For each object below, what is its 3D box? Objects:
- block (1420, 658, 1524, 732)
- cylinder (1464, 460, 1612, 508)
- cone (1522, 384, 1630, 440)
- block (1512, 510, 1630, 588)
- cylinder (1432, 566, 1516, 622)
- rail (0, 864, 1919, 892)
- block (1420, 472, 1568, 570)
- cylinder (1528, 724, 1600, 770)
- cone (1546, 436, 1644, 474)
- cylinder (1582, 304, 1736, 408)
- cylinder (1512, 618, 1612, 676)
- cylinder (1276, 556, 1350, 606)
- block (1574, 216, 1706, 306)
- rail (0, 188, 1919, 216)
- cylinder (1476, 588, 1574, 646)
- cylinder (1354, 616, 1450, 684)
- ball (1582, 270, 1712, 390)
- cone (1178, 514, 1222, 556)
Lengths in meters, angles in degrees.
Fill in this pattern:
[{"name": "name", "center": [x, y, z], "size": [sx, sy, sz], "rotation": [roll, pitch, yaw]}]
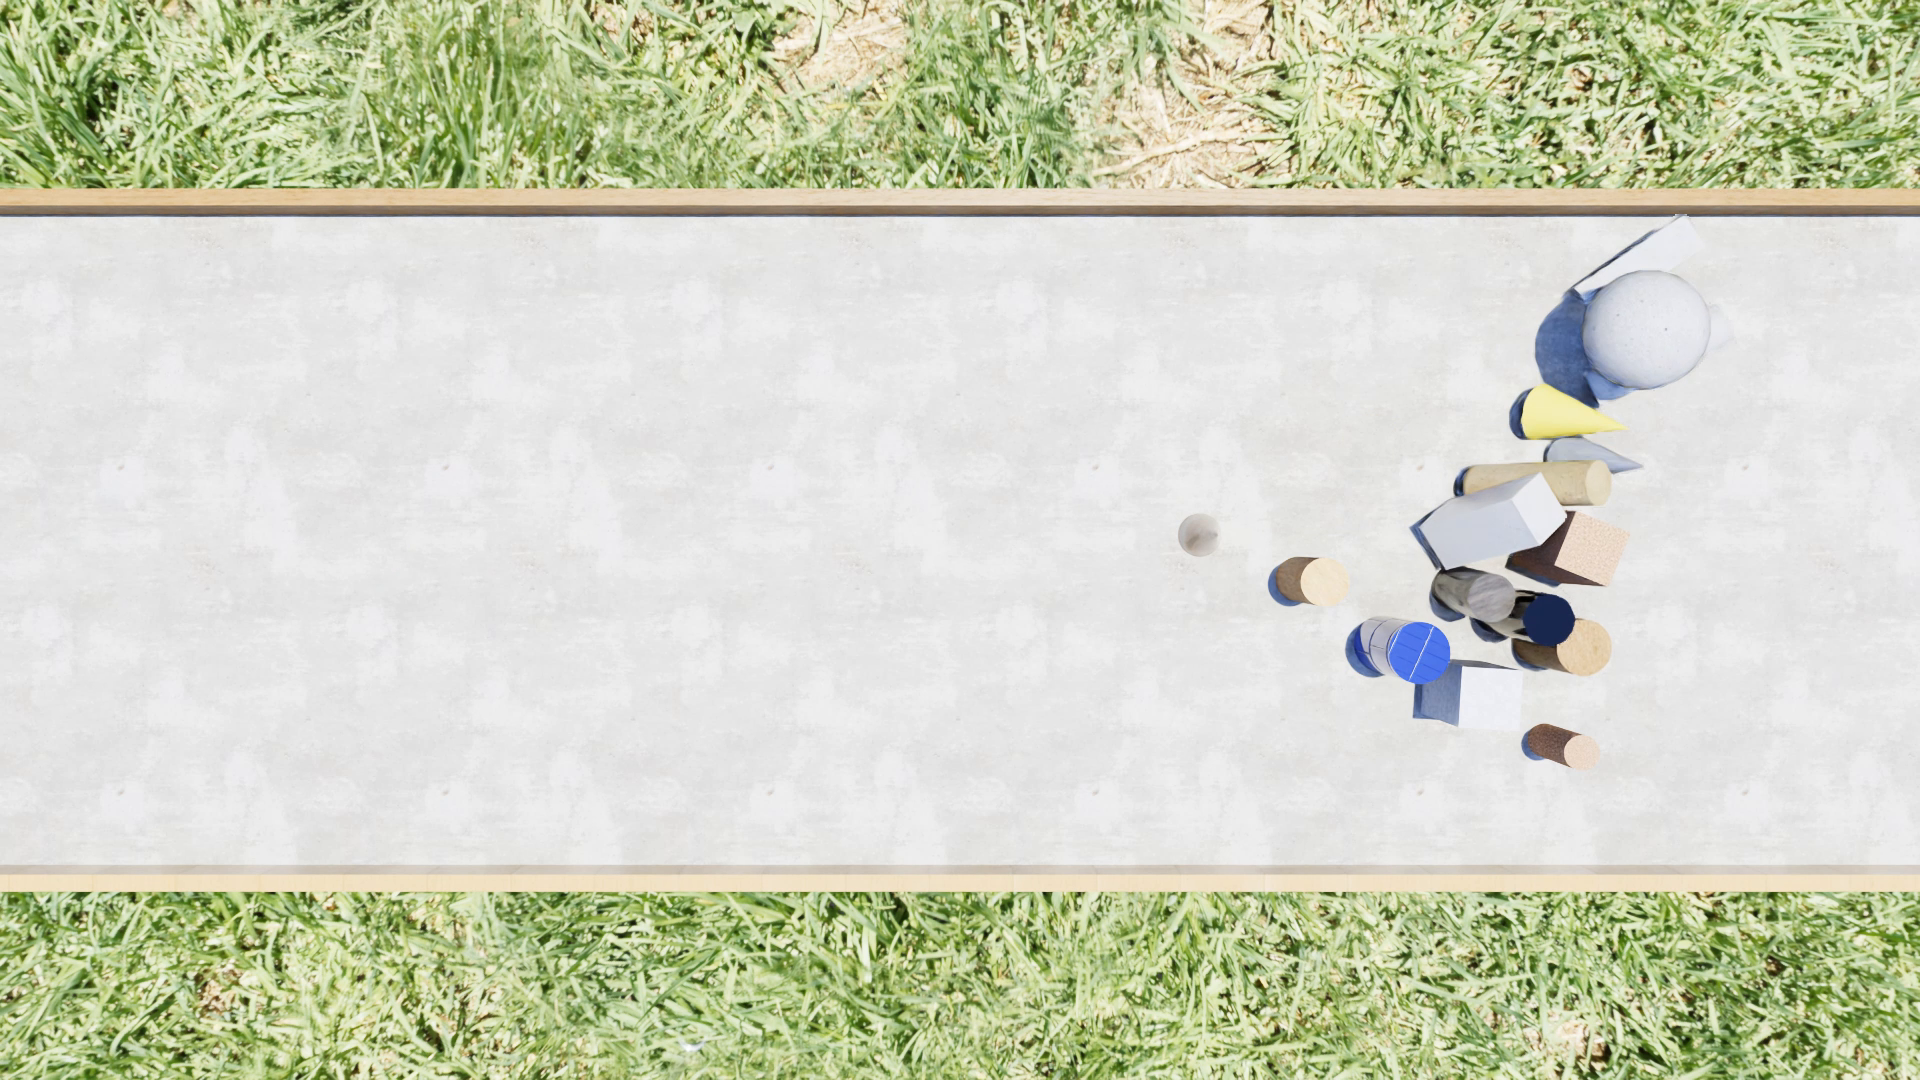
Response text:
[{"name": "block", "center": [1.510, 0.452, 4.883], "size": [0.173, 0.386, 0.173], "rotation": [4, 90, 0]}, {"name": "cylinder", "center": [1.701, -0.163, 4.875], "size": [0.133, 0.406, 0.133], "rotation": [0, 91, -38]}, {"name": "cone", "center": [1.854, -0.356, 4.904], "size": [0.172, 0.305, 0.172], "rotation": [-12, 110, -35]}, {"name": "block", "center": [1.808, 0.025, 4.896], "size": [0.168, 0.361, 0.168], "rotation": [22, 90, 0]}, {"name": "cylinder", "center": [1.527, 0.157, 4.913], "size": [0.141, 0.317, 0.141], "rotation": [0, 94, -2]}, {"name": "rail", "center": [-2.247, 1.025, 5.001], "size": [12.000, 0.150, 0.050], "rotation": [0, 90, 0]}, {"name": "block", "center": [1.570, -0.053, 4.871], "size": [0.157, 0.368, 0.157], "rotation": [-37, 97, -30]}, {"name": "cylinder", "center": [1.799, 0.616, 4.923], "size": [0.103, 0.308, 0.103], "rotation": [0, 90, 0]}, {"name": "cone", "center": [1.908, -0.229, 4.868], "size": [0.154, 0.392, 0.154], "rotation": [-1, 96, -11]}, {"name": "cylinder", "center": [2.092, -0.550, 4.947], "size": [0.415, 0.126, 0.126], "rotation": [-29, 90, 20]}, {"name": "cylinder", "center": [1.788, 0.307, 4.910], "size": [0.163, 0.323, 0.163], "rotation": [0, 91, -4]}, {"name": "cylinder", "center": [1.041, 0.120, 4.889], "size": [0.139, 0.375, 0.139], "rotation": [0, 90, 0]}, {"name": "block", "center": [2.039, -0.821, 4.961], "size": [0.359, 0.112, 0.112], "rotation": [-35, 88, 20]}, {"name": "rail", "center": [-2.247, -1.025, 5.002], "size": [12.000, 0.150, 0.050], "rotation": [0, 90, 0]}, {"name": "cylinder", "center": [1.661, 0.220, 4.873], "size": [0.149, 0.398, 0.149], "rotation": [0, 92, -3]}, {"name": "cylinder", "center": [1.300, 0.319, 4.870], "size": [0.176, 0.413, 0.176], "rotation": [0, 90, 0]}, {"name": "ball", "center": [1.963, -0.601, 4.722], "size": [0.342, 0.342, 0.342], "rotation": [0, 90, 0]}, {"name": "cone", "center": [0.738, -0.015, 4.894], "size": [0.134, 0.365, 0.134], "rotation": [0, 90, 0]}]
